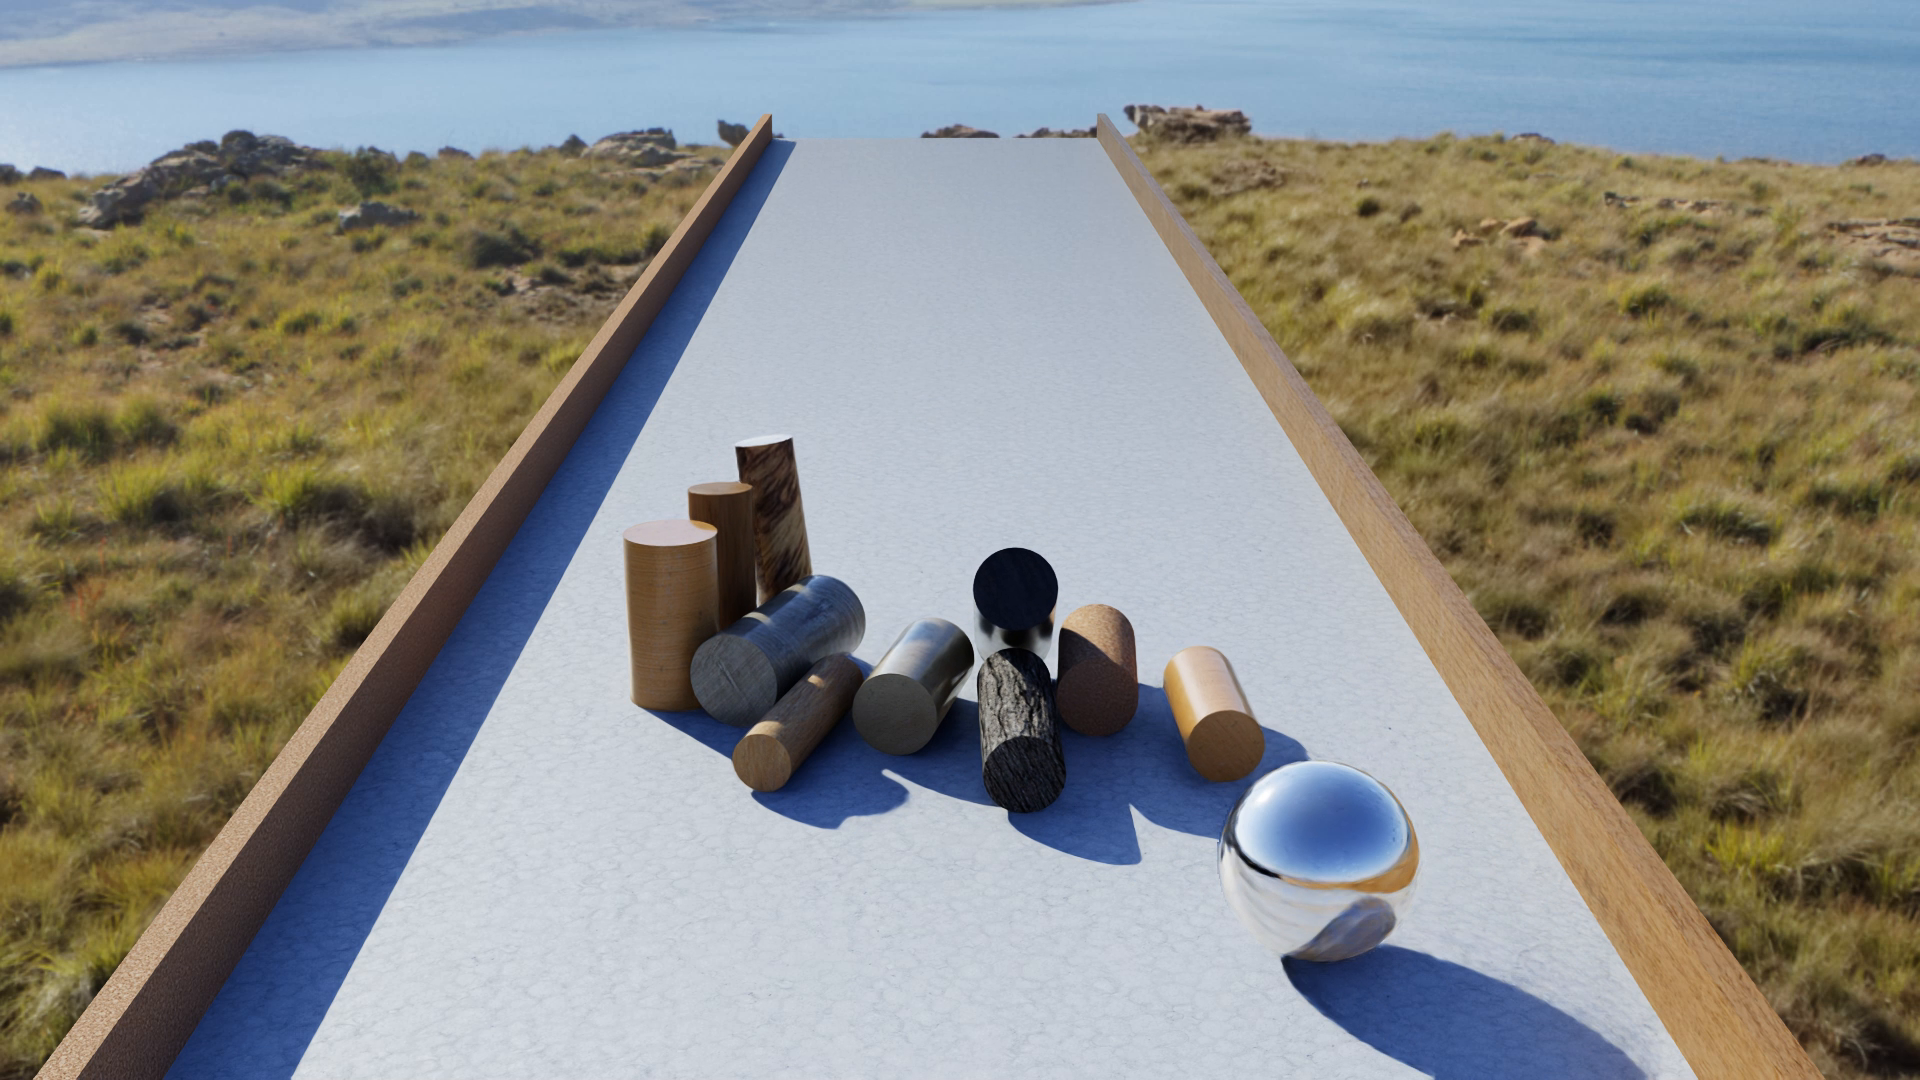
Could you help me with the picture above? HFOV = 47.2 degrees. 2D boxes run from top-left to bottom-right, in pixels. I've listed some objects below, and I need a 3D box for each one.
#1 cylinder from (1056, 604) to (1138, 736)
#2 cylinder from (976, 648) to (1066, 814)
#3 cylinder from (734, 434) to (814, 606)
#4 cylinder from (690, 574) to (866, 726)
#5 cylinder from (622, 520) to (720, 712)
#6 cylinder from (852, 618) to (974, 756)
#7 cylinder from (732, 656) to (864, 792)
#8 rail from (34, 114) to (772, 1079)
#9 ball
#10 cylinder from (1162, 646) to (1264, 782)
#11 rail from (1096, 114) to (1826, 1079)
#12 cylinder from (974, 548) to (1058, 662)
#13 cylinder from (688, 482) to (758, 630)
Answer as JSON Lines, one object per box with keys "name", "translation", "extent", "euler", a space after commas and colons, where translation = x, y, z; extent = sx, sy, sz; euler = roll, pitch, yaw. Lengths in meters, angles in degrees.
{"name": "cylinder", "translation": [0.259, 0.241, 4.153], "extent": [0.150, 0.150, 0.319], "euler": [1, 17, 3]}
{"name": "cylinder", "translation": [0.104, 0.329, 3.878], "extent": [0.139, 0.139, 0.443], "euler": [0, 17, -1]}
{"name": "cylinder", "translation": [-0.369, 0.001, 4.470], "extent": [0.118, 0.415, 0.118], "euler": [-7, 11, 2]}
{"name": "cylinder", "translation": [-0.343, 0.207, 4.218], "extent": [0.179, 0.179, 0.396], "euler": [7, 18, 21]}
{"name": "cylinder", "translation": [-0.544, 0.142, 4.176], "extent": [0.177, 0.327, 0.177], "euler": [0, 17, 0]}
{"name": "cylinder", "translation": [-0.082, 0.266, 4.060], "extent": [0.156, 0.156, 0.319], "euler": [4, 17, 12]}
{"name": "cylinder", "translation": [-0.285, 0.324, 3.950], "extent": [0.107, 0.107, 0.414], "euler": [4, 17, 14]}
{"name": "rail", "translation": [-1.118, -0.838, 7.780], "extent": [0.050, 0.150, 12.000], "euler": [0, 17, -1]}
{"name": "ball", "translation": [0.518, 0.461, 3.169], "extent": [0.289, 0.289, 0.289], "euler": [0, 17, 0]}
{"name": "cylinder", "translation": [0.452, 0.308, 3.955], "extent": [0.134, 0.134, 0.336], "euler": [-1, 17, -2]}
{"name": "rail", "translation": [0.932, -0.844, 7.801], "extent": [0.050, 0.150, 12.000], "euler": [0, 17, -1]}
{"name": "cylinder", "translation": [0.103, 0.139, 4.148], "extent": [0.154, 0.154, 0.419], "euler": [0, -14, 1]}
{"name": "cylinder", "translation": [-0.467, 0.072, 4.348], "extent": [0.126, 0.355, 0.126], "euler": [-1, 13, 0]}
